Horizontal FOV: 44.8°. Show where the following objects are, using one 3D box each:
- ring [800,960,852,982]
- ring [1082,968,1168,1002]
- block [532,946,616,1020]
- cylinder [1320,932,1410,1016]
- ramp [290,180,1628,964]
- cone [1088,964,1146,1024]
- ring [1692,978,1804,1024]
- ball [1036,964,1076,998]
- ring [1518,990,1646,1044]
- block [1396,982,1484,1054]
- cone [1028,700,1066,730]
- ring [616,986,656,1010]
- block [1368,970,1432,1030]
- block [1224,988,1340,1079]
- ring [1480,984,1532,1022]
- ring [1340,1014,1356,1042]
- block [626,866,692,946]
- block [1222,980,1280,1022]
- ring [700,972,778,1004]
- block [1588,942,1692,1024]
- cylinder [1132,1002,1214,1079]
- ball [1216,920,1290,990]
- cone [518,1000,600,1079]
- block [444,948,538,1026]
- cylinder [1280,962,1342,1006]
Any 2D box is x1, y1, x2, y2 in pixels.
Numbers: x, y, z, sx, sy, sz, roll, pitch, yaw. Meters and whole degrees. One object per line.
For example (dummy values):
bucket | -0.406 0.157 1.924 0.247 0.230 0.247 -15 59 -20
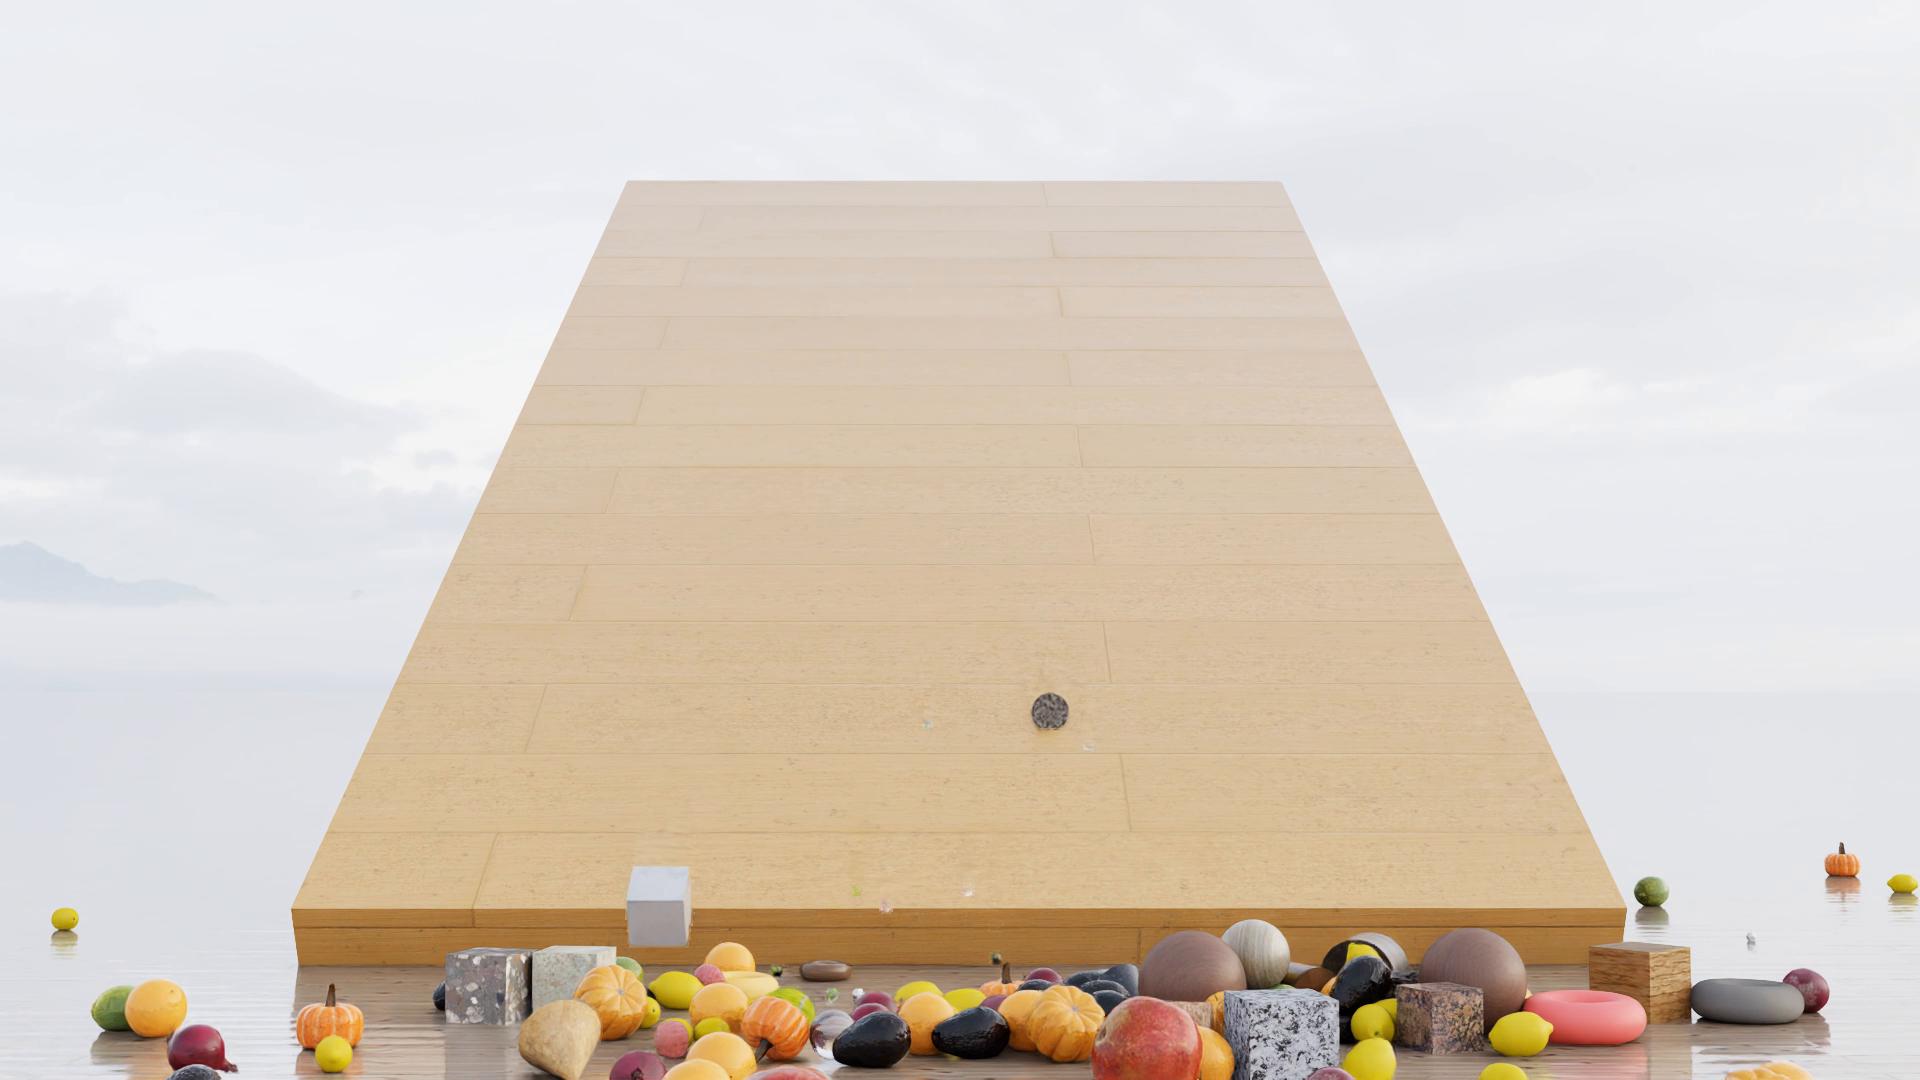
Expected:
ring | -0.193 0.619 3.349 0.075 0.025 0.075 1 -5 0
ring | 0.222 0.599 3.130 0.114 0.038 0.114 1 -3 0
block | -0.493 0.566 2.981 0.084 0.084 0.084 -1 -4 8
cylinder | 0.525 0.563 3.026 0.096 0.096 0.096 -1 -4 22
ramp | -0.008 -0.229 5.331 2.000 0.100 4.000 0 24 0
cone | 0.216 0.586 2.912 0.081 0.081 0.081 2 22 -34
ring | 0.996 0.584 2.953 0.139 0.046 0.139 1 -4 0
ball | 0.131 0.606 3.171 0.056 0.056 0.056 0 -4 0
ring | 0.744 0.572 2.791 0.150 0.050 0.150 -1 -2 0
block | 0.558 0.556 2.714 0.071 0.071 0.071 2 -4 -24
cone | 0.154 0.295 4.020 0.065 0.065 0.065 -1 17 11
ring | -0.437 0.600 3.051 0.078 0.026 0.078 1 -4 0
block | 0.545 0.570 2.887 0.064 0.064 0.064 -2 -4 27
block | 0.337 0.527 2.451 0.096 0.096 0.096 1 -4 -10
ring | 0.681 0.587 2.960 0.092 0.031 0.092 -10 3 0
ring | 0.428 0.580 2.774 0.089 0.030 0.089 -1 -7 0
block | -0.441 0.537 3.424 0.083 0.083 0.083 0 28 -1
block | 0.363 0.576 2.903 0.054 0.054 0.054 1 -4 -18
ring | -0.295 0.599 3.121 0.105 0.035 0.105 1 -3 0
block | 0.865 0.562 2.966 0.090 0.090 0.090 3 -5 -40
cylinder | 0.229 0.537 2.502 0.082 0.082 0.082 -1 -4 9
ball | 0.359 0.509 2.851 0.090 0.090 0.090 0 -4 0
cone | -0.421 0.558 2.500 0.091 0.091 0.091 1 23 -22
block | -0.593 0.564 2.952 0.084 0.084 0.084 -1 -4 17
cylinder | 0.428 0.568 2.921 0.073 0.073 0.073 2 -4 -25
